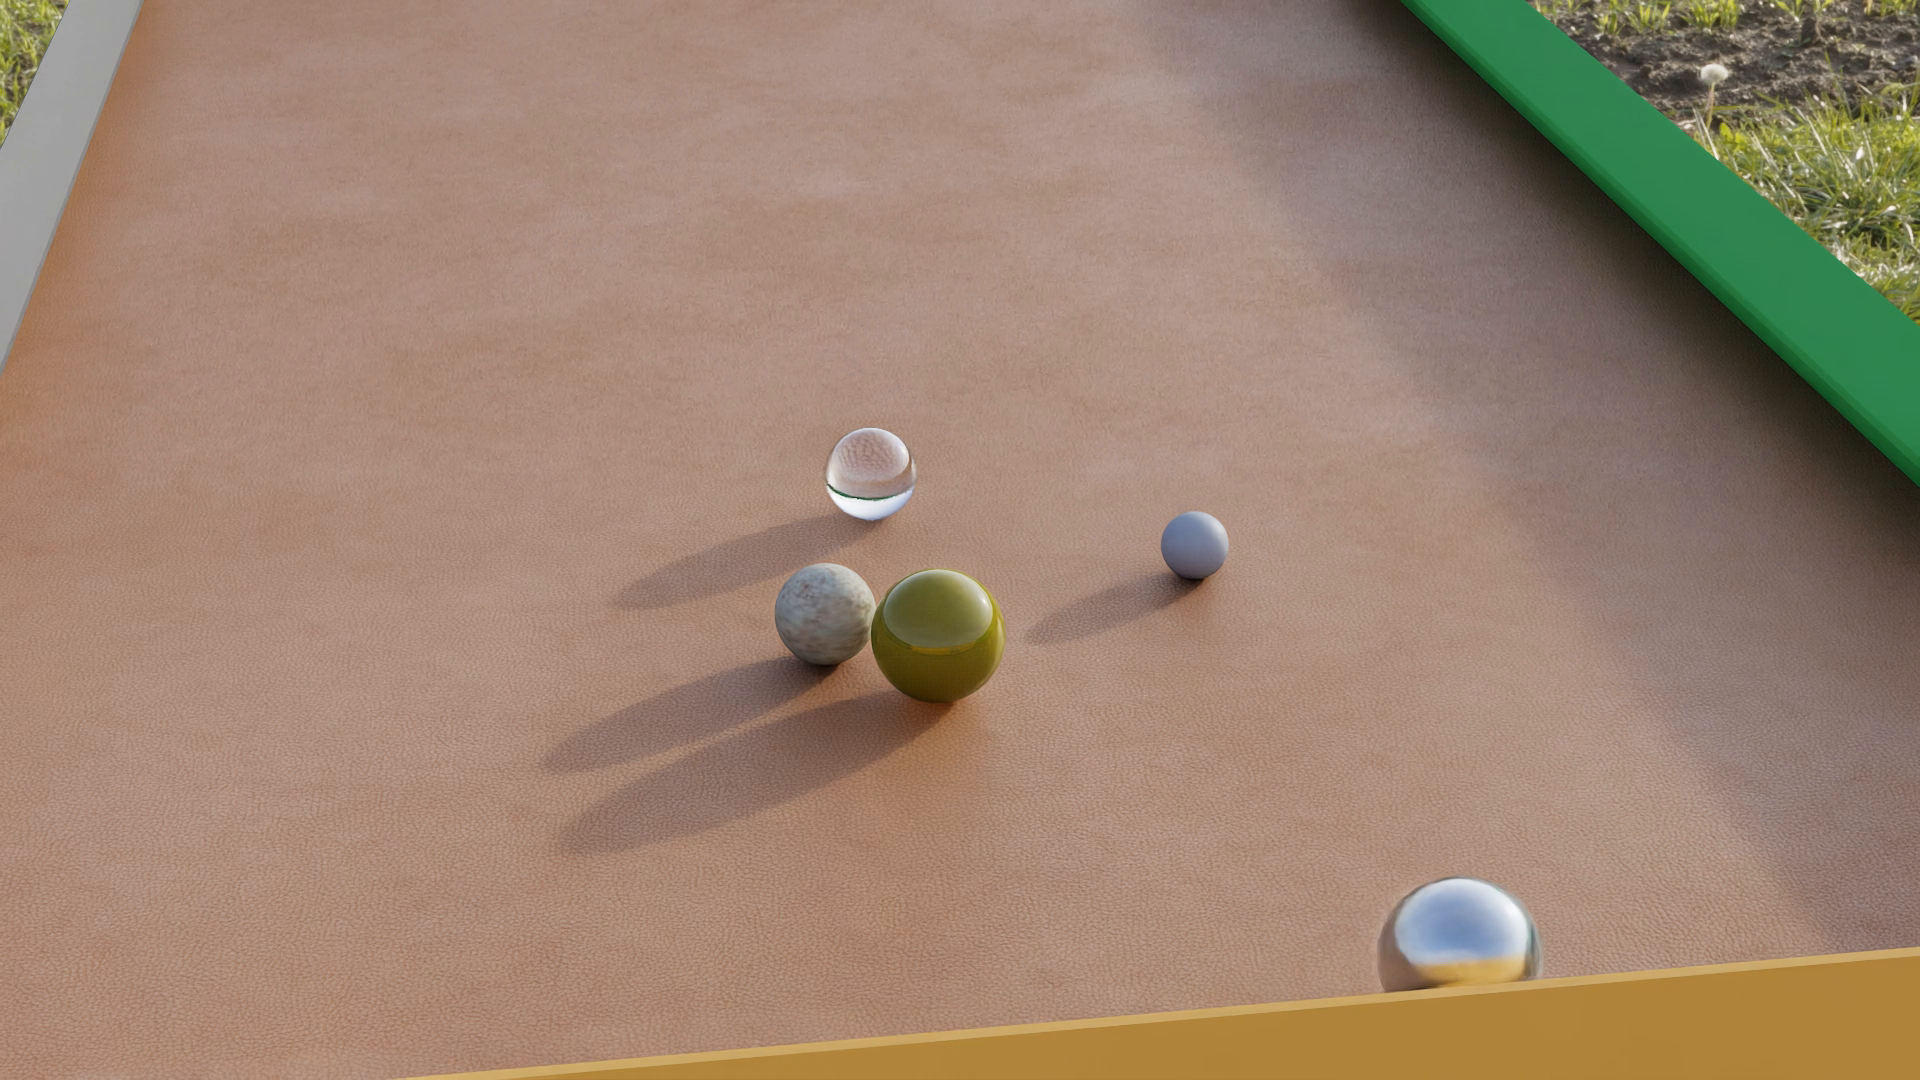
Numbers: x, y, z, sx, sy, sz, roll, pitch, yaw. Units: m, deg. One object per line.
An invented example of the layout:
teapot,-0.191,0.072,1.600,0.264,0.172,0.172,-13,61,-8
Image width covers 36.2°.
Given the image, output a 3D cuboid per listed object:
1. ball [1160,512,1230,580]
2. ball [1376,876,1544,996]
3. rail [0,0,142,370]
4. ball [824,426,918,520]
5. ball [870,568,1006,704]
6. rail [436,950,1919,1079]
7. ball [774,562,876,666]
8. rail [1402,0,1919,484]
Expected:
ball,0.159,0.004,1.992,0.046,0.046,0.046,0,26,0
ball,0.256,0.215,1.506,0.085,0.085,0.085,0,26,0
rail,-0.782,-0.259,2.466,0.045,0.110,2.673,-4,26,-8
ball,-0.063,-0.047,2.074,0.066,0.066,0.066,0,26,0
ball,-0.013,0.059,1.831,0.085,0.085,0.085,0,26,0
rail,0.095,0.257,1.387,1.429,0.110,0.045,-4,26,-8
ball,-0.086,0.047,1.879,0.065,0.065,0.065,0,26,0
rail,0.585,-0.347,2.650,0.045,0.110,2.673,-4,26,-8
